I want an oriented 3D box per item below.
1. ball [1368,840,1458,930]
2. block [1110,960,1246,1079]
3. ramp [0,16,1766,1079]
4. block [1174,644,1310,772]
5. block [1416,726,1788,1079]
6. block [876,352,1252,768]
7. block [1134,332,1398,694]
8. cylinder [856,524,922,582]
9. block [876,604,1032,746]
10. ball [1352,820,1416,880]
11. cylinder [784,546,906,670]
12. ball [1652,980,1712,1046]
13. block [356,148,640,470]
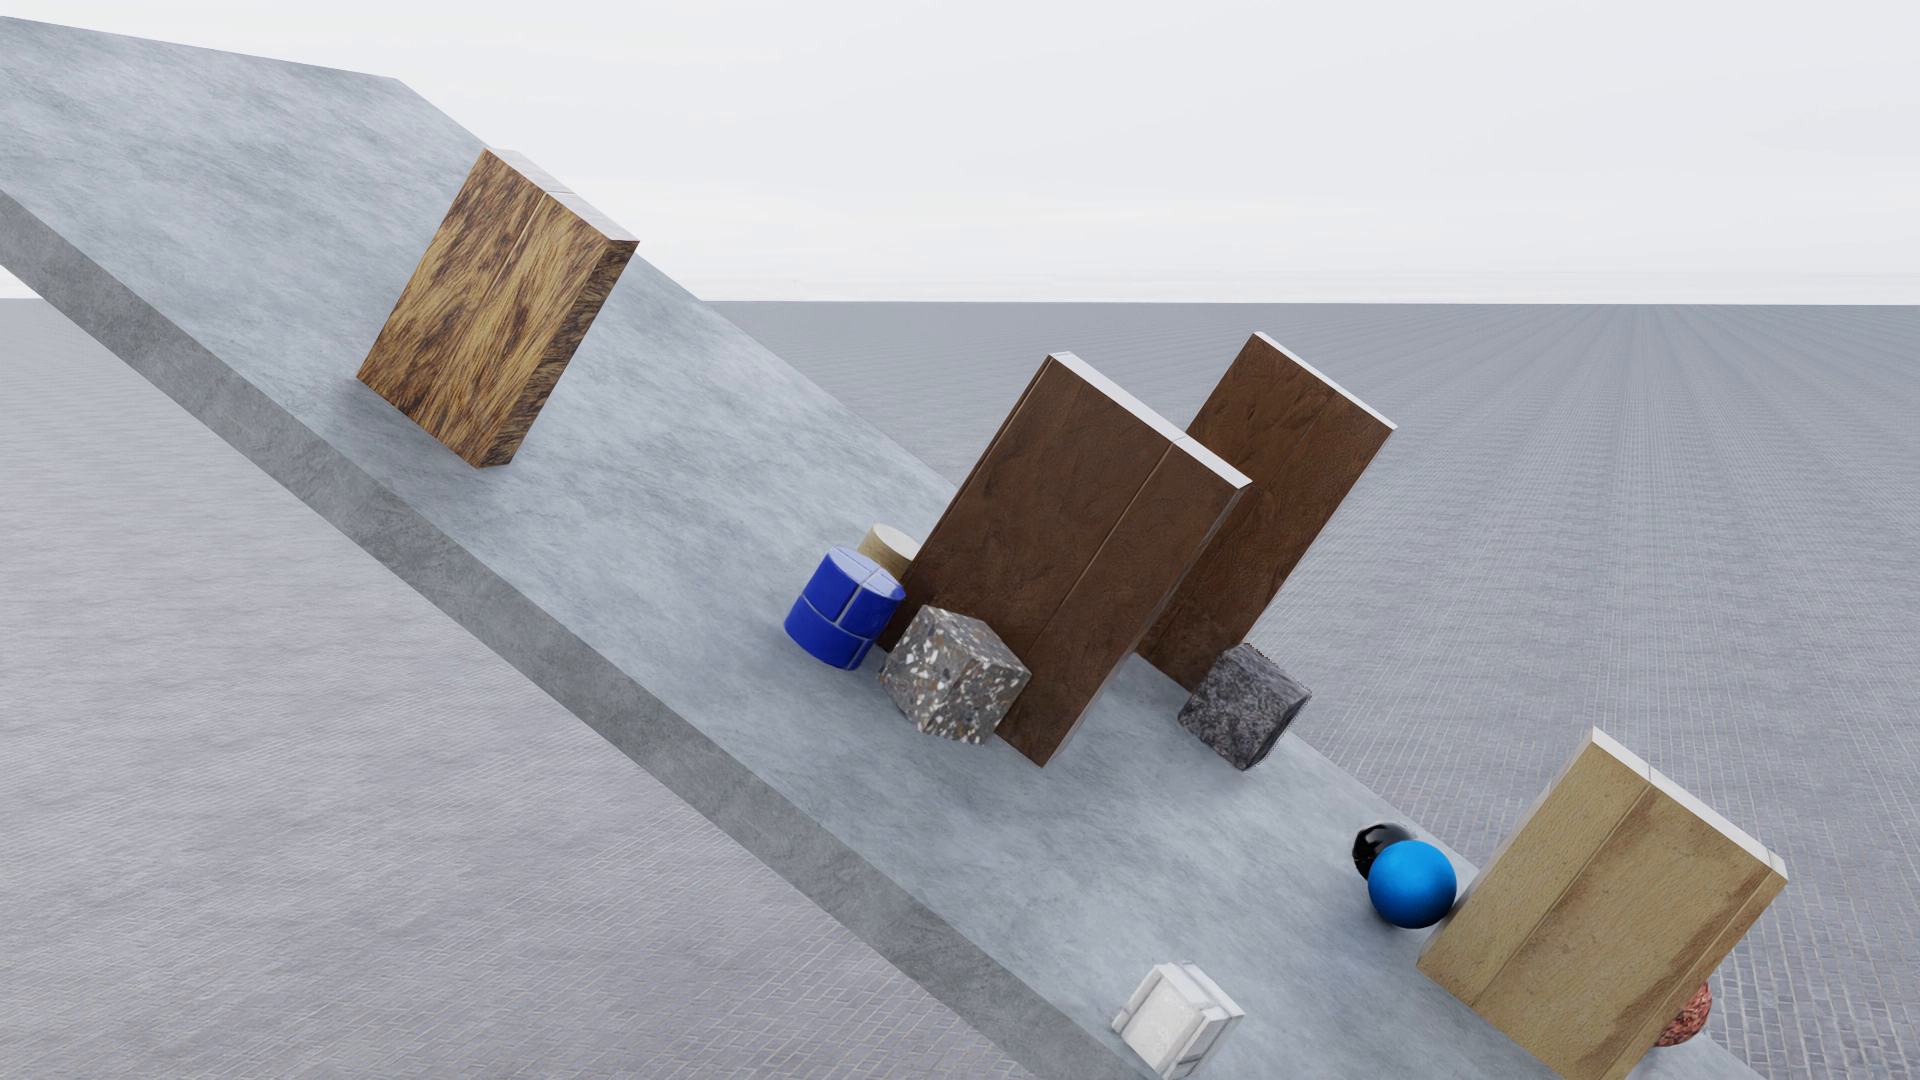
[{"bbox_3d":[0.852,0.649,4.144,0.166,0.166,0.166,0,7,0],"label":"ball"},{"bbox_3d":[0.305,0.670,3.072,0.110,0.110,0.110,42,17,29],"label":"block"},{"bbox_3d":[-0.112,0.192,4.092,4.000,0.100,2.000,36,15,10],"label":"ramp"},{"bbox_3d":[0.582,0.343,4.520,0.174,0.174,0.174,38,16,15],"label":"block"},{"bbox_3d":[1.154,0.677,3.980,0.404,0.530,0.142,36,15,10],"label":"block"},{"bbox_3d":[0.167,0.033,3.818,0.392,0.597,0.141,36,15,10],"label":"block"},{"bbox_3d":[0.578,-0.051,4.702,0.353,0.708,0.103,36,15,10],"label":"block"},{"bbox_3d":[-0.137,0.060,4.007,0.129,0.129,0.129,31,15,-10],"label":"cylinder"},{"bbox_3d":[-0.011,0.228,3.700,0.154,0.154,0.154,18,22,-45],"label":"block"},{"bbox_3d":[0.831,0.611,4.287,0.130,0.130,0.130,0,7,0],"label":"ball"},{"bbox_3d":[-0.194,0.114,3.687,0.149,0.149,0.149,31,15,-10],"label":"cylinder"},{"bbox_3d":[1.400,0.913,4.397,0.195,0.195,0.195,0,7,0],"label":"ball"},{"bbox_3d":[-0.739,-0.368,3.511,0.258,0.435,0.106,36,15,10],"label":"block"}]
